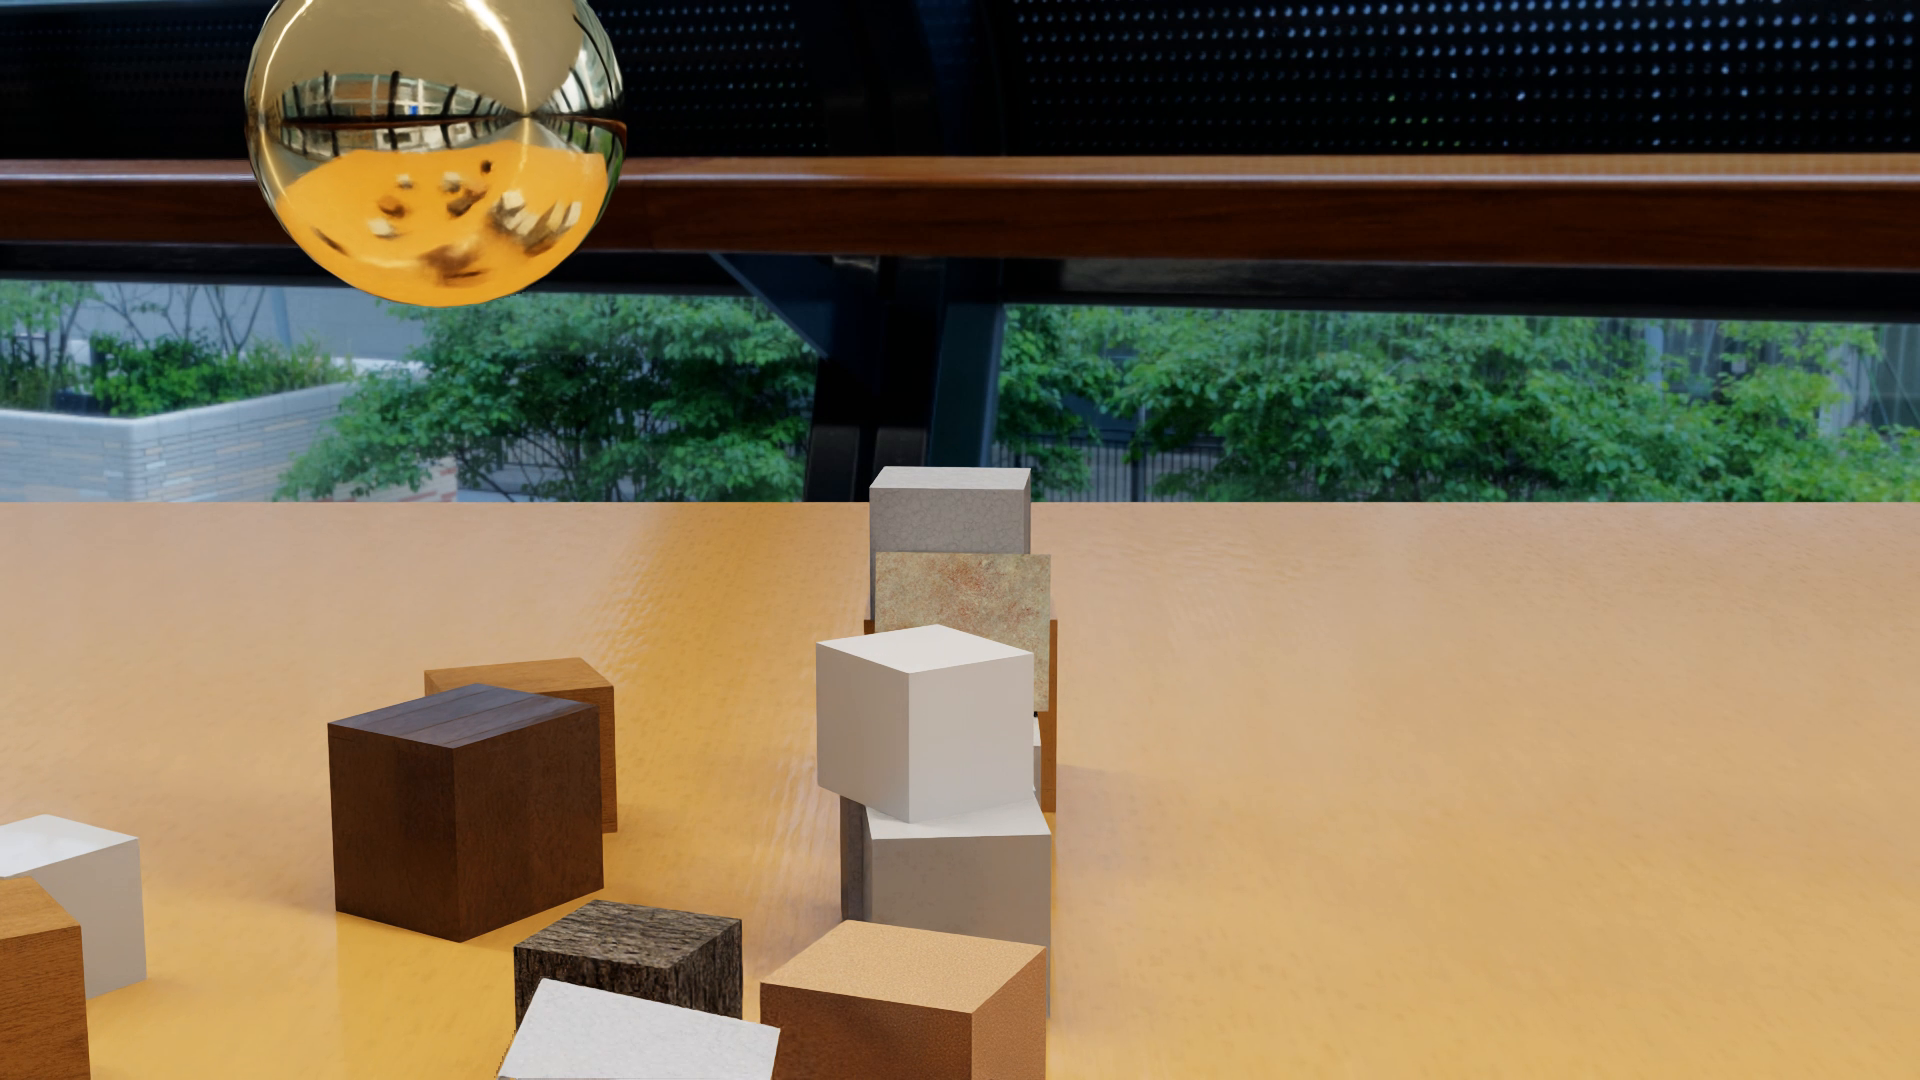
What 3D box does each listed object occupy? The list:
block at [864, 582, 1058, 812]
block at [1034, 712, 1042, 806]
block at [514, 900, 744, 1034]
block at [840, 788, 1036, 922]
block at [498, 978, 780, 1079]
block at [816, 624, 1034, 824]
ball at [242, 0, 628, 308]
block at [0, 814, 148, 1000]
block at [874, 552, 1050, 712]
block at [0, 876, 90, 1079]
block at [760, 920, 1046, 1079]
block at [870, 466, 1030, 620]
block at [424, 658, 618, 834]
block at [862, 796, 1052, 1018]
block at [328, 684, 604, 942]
[{"bbox_3d":[0.003,0.764,12.710,0.920,0.949,0.903,0,10,0],"label":"block"},{"bbox_3d":[-0.004,1.155,11.283,0.697,0.691,0.659,0,10,0],"label":"block"},{"bbox_3d":[-1.148,1.641,8.956,0.594,0.566,0.549,4,11,22],"label":"block"},{"bbox_3d":[-0.103,1.282,10.570,0.750,0.695,0.695,-1,10,-5],"label":"block"},{"bbox_3d":[-0.967,1.786,7.353,0.725,0.703,0.730,12,11,-2],"label":"block"},{"bbox_3d":[-0.141,0.705,10.036,0.584,0.582,0.648,-7,13,-35],"label":"block"},{"bbox_3d":[-2.208,-1.786,10.856,1.600,1.600,1.600,0,10,0],"label":"ball"},{"bbox_3d":[-3.604,1.456,9.947,0.582,0.576,0.602,7,12,34],"label":"block"},{"bbox_3d":[0.021,0.413,11.717,0.777,0.696,0.659,1,-1,2],"label":"block"},{"bbox_3d":[-3.453,1.618,8.799,0.722,0.669,0.652,-7,12,-33],"label":"block"},{"bbox_3d":[-0.176,1.699,8.405,0.729,0.650,0.665,4,11,22],"label":"block"},{"bbox_3d":[-0.038,0.014,12.397,0.726,0.639,0.658,1,10,4],"label":"block"},{"bbox_3d":[-2.079,0.995,12.121,0.758,0.705,0.646,-4,11,-22],"label":"block"},{"bbox_3d":[-0.023,1.393,9.893,0.668,0.720,0.671,-1,10,-5],"label":"block"},{"bbox_3d":[-2.104,1.144,10.978,0.735,0.822,0.870,7,12,34],"label":"block"}]
